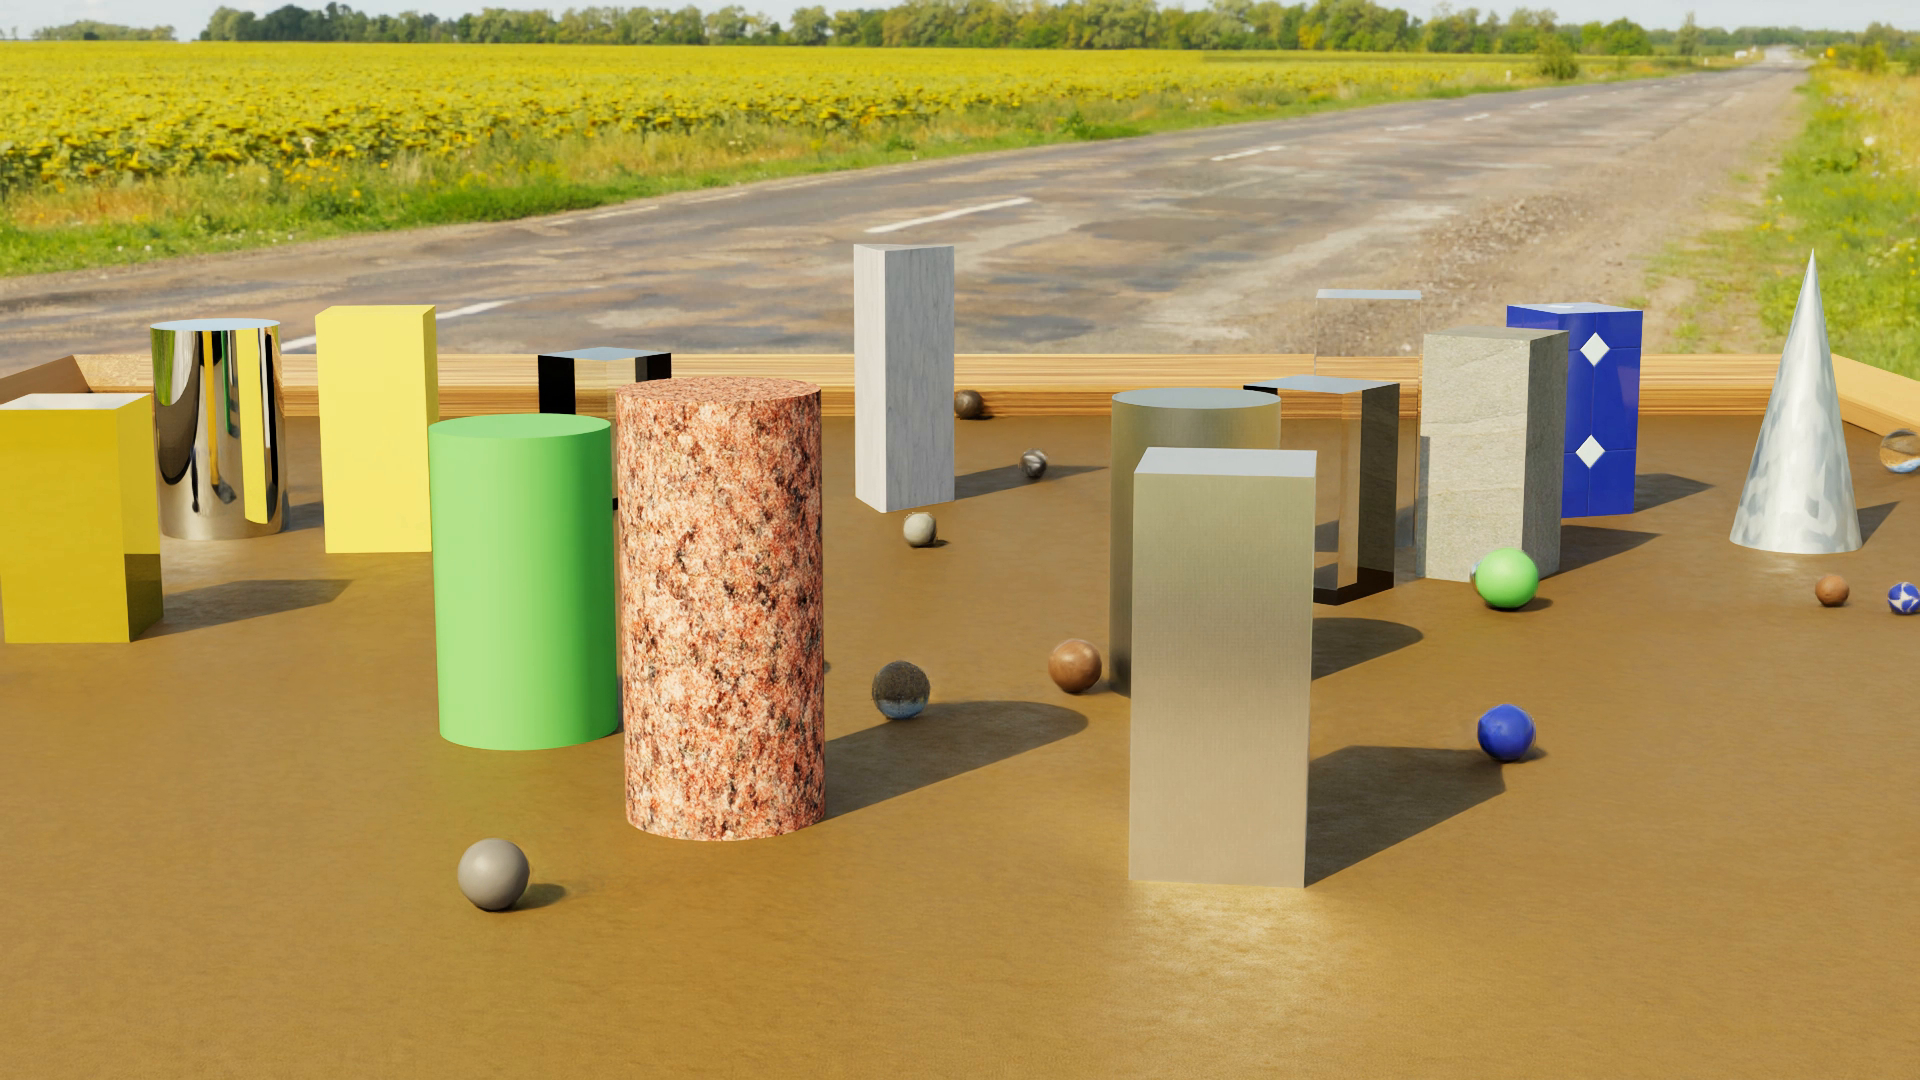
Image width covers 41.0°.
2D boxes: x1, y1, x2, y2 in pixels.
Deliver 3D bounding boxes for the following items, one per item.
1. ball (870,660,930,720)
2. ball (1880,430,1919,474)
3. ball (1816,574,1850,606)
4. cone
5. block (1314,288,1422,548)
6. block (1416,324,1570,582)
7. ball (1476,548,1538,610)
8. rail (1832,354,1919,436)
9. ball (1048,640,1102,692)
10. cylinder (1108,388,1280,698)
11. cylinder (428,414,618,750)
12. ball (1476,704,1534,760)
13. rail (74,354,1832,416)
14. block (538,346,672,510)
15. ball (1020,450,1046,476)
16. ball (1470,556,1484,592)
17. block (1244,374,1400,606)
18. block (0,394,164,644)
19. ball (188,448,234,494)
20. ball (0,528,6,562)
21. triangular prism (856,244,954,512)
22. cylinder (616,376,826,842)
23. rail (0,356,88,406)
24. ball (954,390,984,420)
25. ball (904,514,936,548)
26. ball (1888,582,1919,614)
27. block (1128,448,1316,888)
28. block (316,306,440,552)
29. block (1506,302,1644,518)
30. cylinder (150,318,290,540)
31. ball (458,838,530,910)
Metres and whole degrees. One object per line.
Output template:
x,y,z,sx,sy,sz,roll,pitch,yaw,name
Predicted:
-0.067,0.169,2.888,0.067,0.067,0.067,0,11,0,ball
1.699,-0.159,4.627,0.078,0.078,0.078,0,11,0,ball
1.187,0.068,3.492,0.044,0.044,0.044,0,11,0,ball
1.291,-0.220,3.925,0.196,0.454,0.196,0,11,0,cone
0.628,-0.191,3.973,0.157,0.379,0.157,2,11,9,block
0.766,-0.124,3.689,0.157,0.350,0.157,7,12,32,block
0.739,0.053,3.470,0.083,0.083,0.083,0,11,0,ball
1.821,0.031,3.459,0.045,0.128,3.937,0,11,0,rail
0.136,0.148,3.012,0.063,0.063,0.063,0,11,0,ball
0.275,0.004,3.013,0.196,0.345,0.196,0,11,0,cylinder
-0.479,0.042,2.826,0.196,0.339,0.196,0,11,0,cylinder
0.578,0.204,2.717,0.060,0.060,0.060,0,11,0,ball
-0.011,-0.322,5.361,3.689,0.128,0.045,0,11,0,rail
-0.596,-0.190,4.324,0.157,0.249,0.157,8,13,35,block
0.131,-0.138,4.595,0.048,0.048,0.048,0,11,0,ball
0.736,0.049,3.556,0.058,0.058,0.058,0,11,0,ball
0.501,-0.073,3.578,0.157,0.291,0.157,8,13,38,block
-1.141,-0.031,3.324,0.157,0.300,0.157,0,11,-1,block
-1.287,-0.118,4.407,0.077,0.077,0.077,0,11,0,ball
-1.417,0.007,3.673,0.098,0.098,0.098,0,11,0,ball
-0.122,-0.277,4.297,0.147,0.429,0.170,10,14,43,triangular prism
-0.231,0.062,2.496,0.196,0.420,0.196,0,11,0,cylinder
-1.821,0.035,3.439,0.045,0.128,3.937,0,11,0,rail
0.017,-0.282,5.327,0.063,0.063,0.063,0,11,0,ball
-0.061,-0.015,3.921,0.052,0.052,0.052,0,11,0,ball
1.267,0.078,3.442,0.043,0.043,0.043,0,11,0,ball
0.242,0.112,2.352,0.157,0.373,0.157,2,11,8,block
-0.886,-0.172,3.926,0.157,0.359,0.157,-1,11,-4,block
1.006,-0.216,4.233,0.157,0.334,0.157,-4,11,-19,block
-1.165,-0.177,4.044,0.196,0.326,0.196,0,11,0,cylinder
-0.408,0.291,2.240,0.062,0.062,0.062,0,11,0,ball
